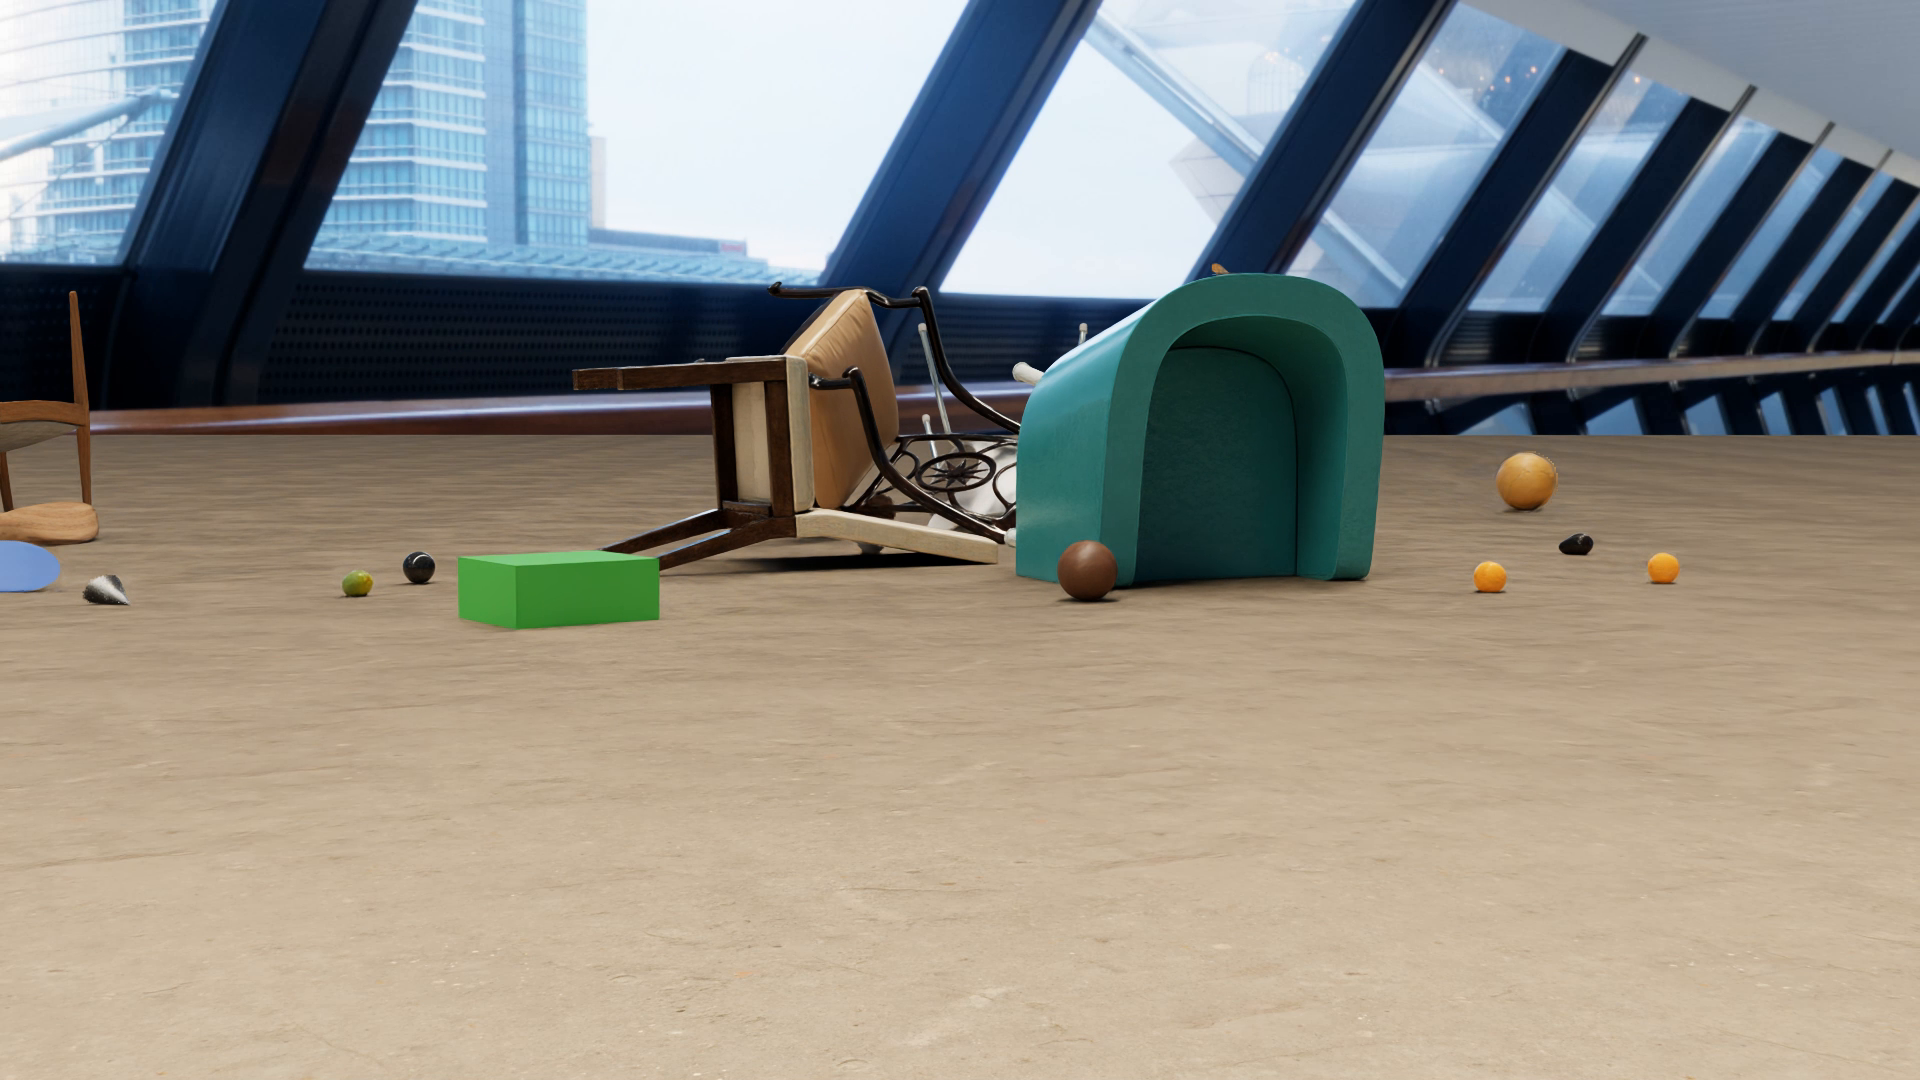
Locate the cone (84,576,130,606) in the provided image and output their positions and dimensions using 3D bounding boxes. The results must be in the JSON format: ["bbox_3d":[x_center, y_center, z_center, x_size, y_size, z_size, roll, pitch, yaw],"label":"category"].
[{"bbox_3d":[-1.759,0.120,4.587,0.097,0.061,0.087,23,27,30],"label":"cone"}]

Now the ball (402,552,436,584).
[{"bbox_3d":[-1.249,0.063,5.077,0.075,0.075,0.075,0,4,0],"label":"ball"}]

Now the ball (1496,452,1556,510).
[{"bbox_3d":[2.091,-0.216,8.124,0.214,0.214,0.214,0,4,0],"label":"ball"}]

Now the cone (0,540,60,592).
[{"bbox_3d":[-2.102,0.082,4.941,0.237,0.119,0.145,6,-18,6],"label":"cone"}]

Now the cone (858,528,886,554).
[{"bbox_3d":[-0.248,0.014,6.073,0.082,0.075,0.140,-5,-10,-8],"label":"cone"}]

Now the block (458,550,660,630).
[{"bbox_3d":[-0.786,0.094,4.302,0.302,0.119,0.264,-3,5,-36],"label":"block"}]
